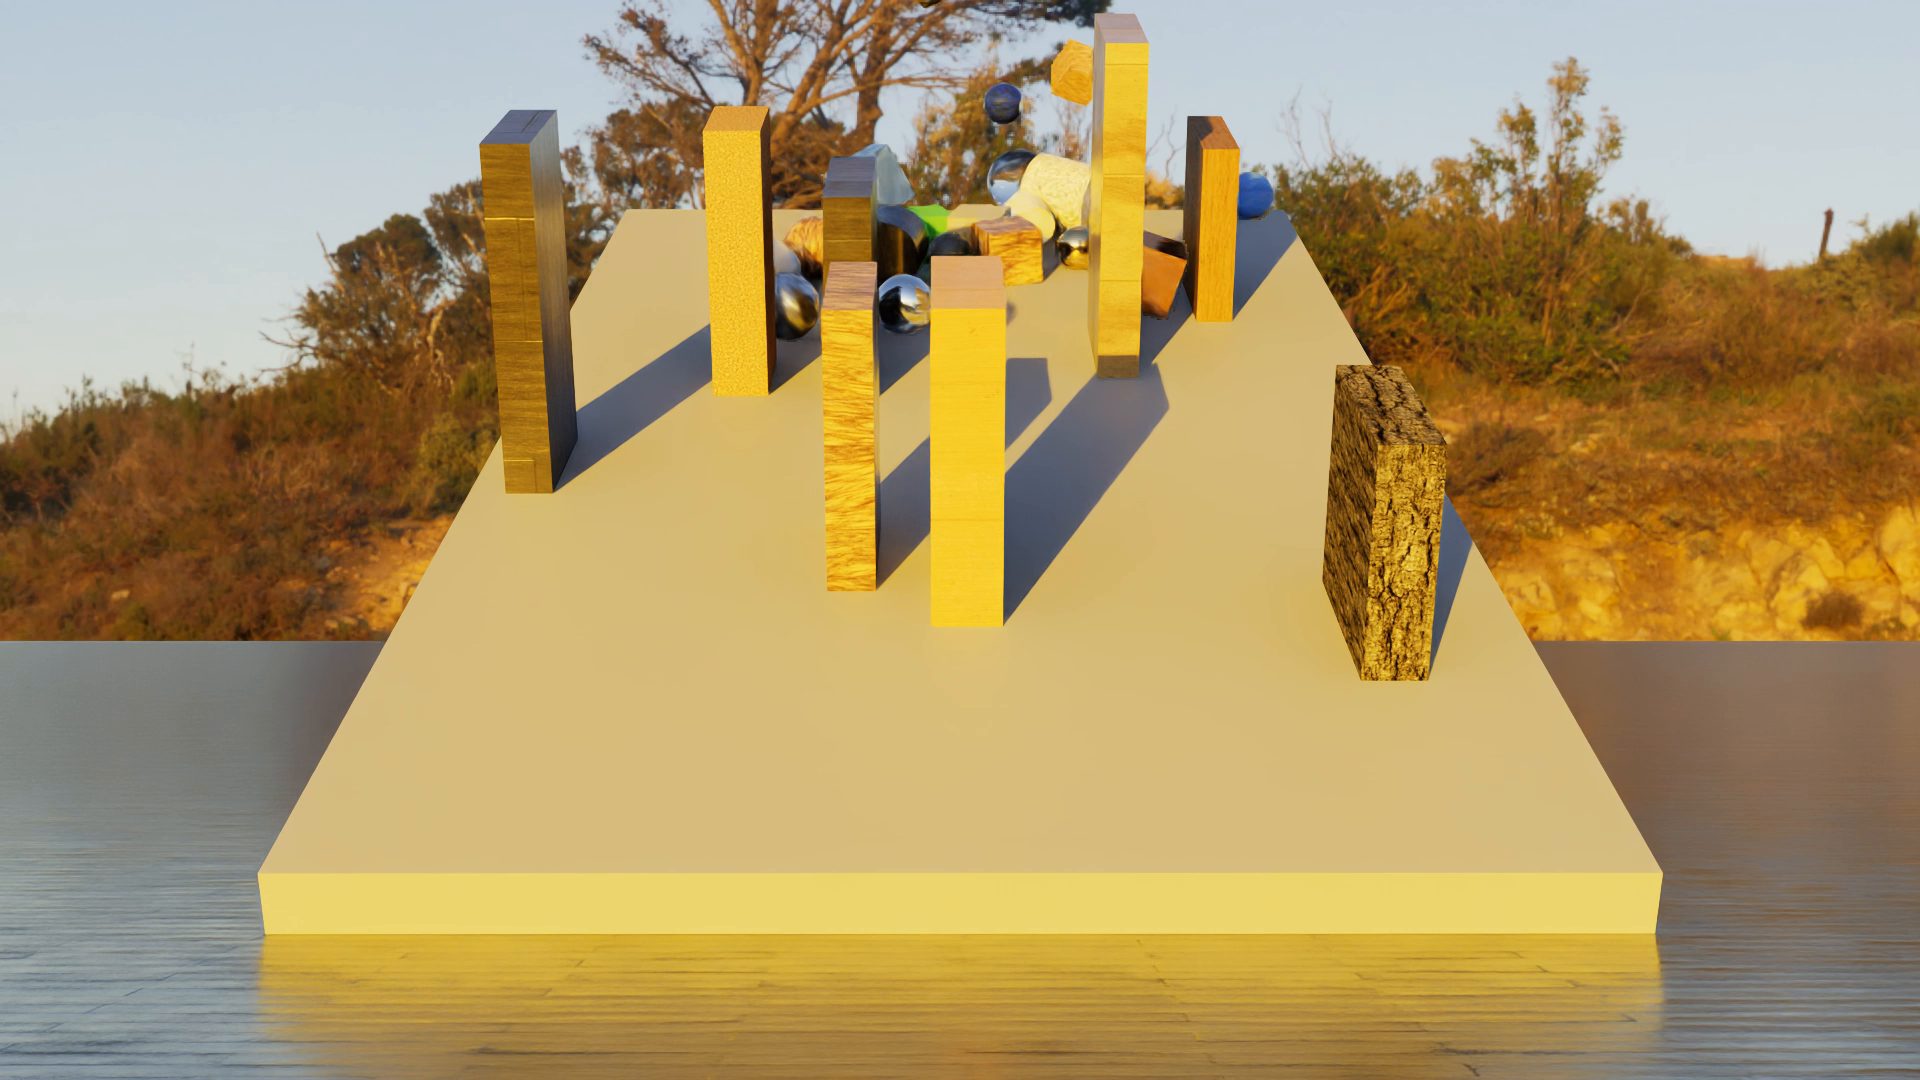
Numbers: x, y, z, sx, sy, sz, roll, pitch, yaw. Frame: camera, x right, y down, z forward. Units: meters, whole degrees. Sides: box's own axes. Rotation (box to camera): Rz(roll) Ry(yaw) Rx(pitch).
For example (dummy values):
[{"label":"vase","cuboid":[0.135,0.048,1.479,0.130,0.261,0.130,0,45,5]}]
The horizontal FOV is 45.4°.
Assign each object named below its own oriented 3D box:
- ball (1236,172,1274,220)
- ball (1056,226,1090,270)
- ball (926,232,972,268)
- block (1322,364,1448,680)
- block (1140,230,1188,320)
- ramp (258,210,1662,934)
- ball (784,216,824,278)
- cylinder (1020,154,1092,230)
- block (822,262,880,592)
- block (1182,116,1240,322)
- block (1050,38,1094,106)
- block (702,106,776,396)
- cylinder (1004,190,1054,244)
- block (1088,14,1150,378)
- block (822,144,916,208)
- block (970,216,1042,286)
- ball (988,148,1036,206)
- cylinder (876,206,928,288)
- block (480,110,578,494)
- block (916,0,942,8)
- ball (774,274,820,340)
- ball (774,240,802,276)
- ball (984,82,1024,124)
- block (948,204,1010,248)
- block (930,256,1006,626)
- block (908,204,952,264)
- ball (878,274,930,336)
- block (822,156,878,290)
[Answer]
[{"label":"ball","cuboid":[0.866,-1.029,6.851,0.140,0.140,0.140,0,-2,0]},{"label":"ball","cuboid":[0.326,-0.804,6.310,0.120,0.120,0.120,0,-2,0]},{"label":"ball","cuboid":[-0.029,-0.777,6.238,0.122,0.122,0.122,0,-2,0]},{"label":"block","cuboid":[0.731,-0.038,3.985,0.113,0.420,0.434,0,22,0]},{"label":"block","cuboid":[0.470,-0.685,5.843,0.162,0.162,0.162,17,22,-6]},{"label":"ramp","cuboid":[-0.006,-0.219,5.139,2.000,0.100,4.000,0,22,0]},{"label":"ball","cuboid":[-0.398,-0.793,6.217,0.166,0.166,0.166,0,-2,0]},{"label":"cylinder","cuboid":[0.308,-1.007,6.681,0.202,0.202,0.202,18,5,24]},{"label":"block","cuboid":[-0.200,-0.215,4.270,0.089,0.535,0.331,0,22,0]},{"label":"block","cuboid":[0.649,-0.841,5.967,0.091,0.444,0.418,0,22,0]},{"label":"block","cuboid":[0.335,-1.323,6.490,0.114,0.114,0.114,15,-34,-19]},{"label":"block","cuboid":[-0.506,-0.670,5.303,0.126,0.614,0.282,0,22,0]},{"label":"cylinder","cuboid":[0.196,-0.915,6.529,0.122,0.122,0.122,1,32,-15]},{"label":"block","cuboid":[0.373,-0.826,5.469,0.097,0.784,0.425,0,22,0]},{"label":"block","cuboid":[-0.263,-1.026,6.626,0.171,0.171,0.171,-34,18,-12]},{"label":"block","cuboid":[0.125,-0.779,6.205,0.148,0.148,0.148,-9,24,-18]},{"label":"ball","cuboid":[0.179,-1.081,6.905,0.194,0.194,0.194,0,-2,0]},{"label":"cylinder","cuboid":[-0.195,-0.777,6.138,0.196,0.196,0.196,0,22,7]},{"label":"block","cuboid":[-0.881,-0.492,4.711,0.096,0.720,0.339,0,22,0]},{"label":"block","cuboid":[-0.084,-1.638,6.469,0.167,0.167,0.167,-23,-20,19]},{"label":"ball","cuboid":[-0.425,-0.572,5.626,0.164,0.164,0.164,0,-2,0]},{"label":"ball","cuboid":[-0.502,-0.683,5.909,0.190,0.190,0.190,0,-2,0]},{"label":"ball","cuboid":[0.133,-1.332,6.997,0.124,0.124,0.124,0,-2,0]},{"label":"block","cuboid":[0.054,-0.841,6.357,0.143,0.143,0.143,5,25,15]},{"label":"block","cuboid":[0.012,-0.181,4.120,0.127,0.584,0.345,0,22,0]},{"label":"block","cuboid":[-0.098,-0.856,6.423,0.131,0.131,0.131,-8,23,-20]},{"label":"ball","cuboid":[-0.137,-0.579,5.635,0.150,0.150,0.150,0,-2,0]},{"label":"block","cuboid":[-0.253,-0.614,5.352,0.108,0.475,0.417,0,22,0]}]
